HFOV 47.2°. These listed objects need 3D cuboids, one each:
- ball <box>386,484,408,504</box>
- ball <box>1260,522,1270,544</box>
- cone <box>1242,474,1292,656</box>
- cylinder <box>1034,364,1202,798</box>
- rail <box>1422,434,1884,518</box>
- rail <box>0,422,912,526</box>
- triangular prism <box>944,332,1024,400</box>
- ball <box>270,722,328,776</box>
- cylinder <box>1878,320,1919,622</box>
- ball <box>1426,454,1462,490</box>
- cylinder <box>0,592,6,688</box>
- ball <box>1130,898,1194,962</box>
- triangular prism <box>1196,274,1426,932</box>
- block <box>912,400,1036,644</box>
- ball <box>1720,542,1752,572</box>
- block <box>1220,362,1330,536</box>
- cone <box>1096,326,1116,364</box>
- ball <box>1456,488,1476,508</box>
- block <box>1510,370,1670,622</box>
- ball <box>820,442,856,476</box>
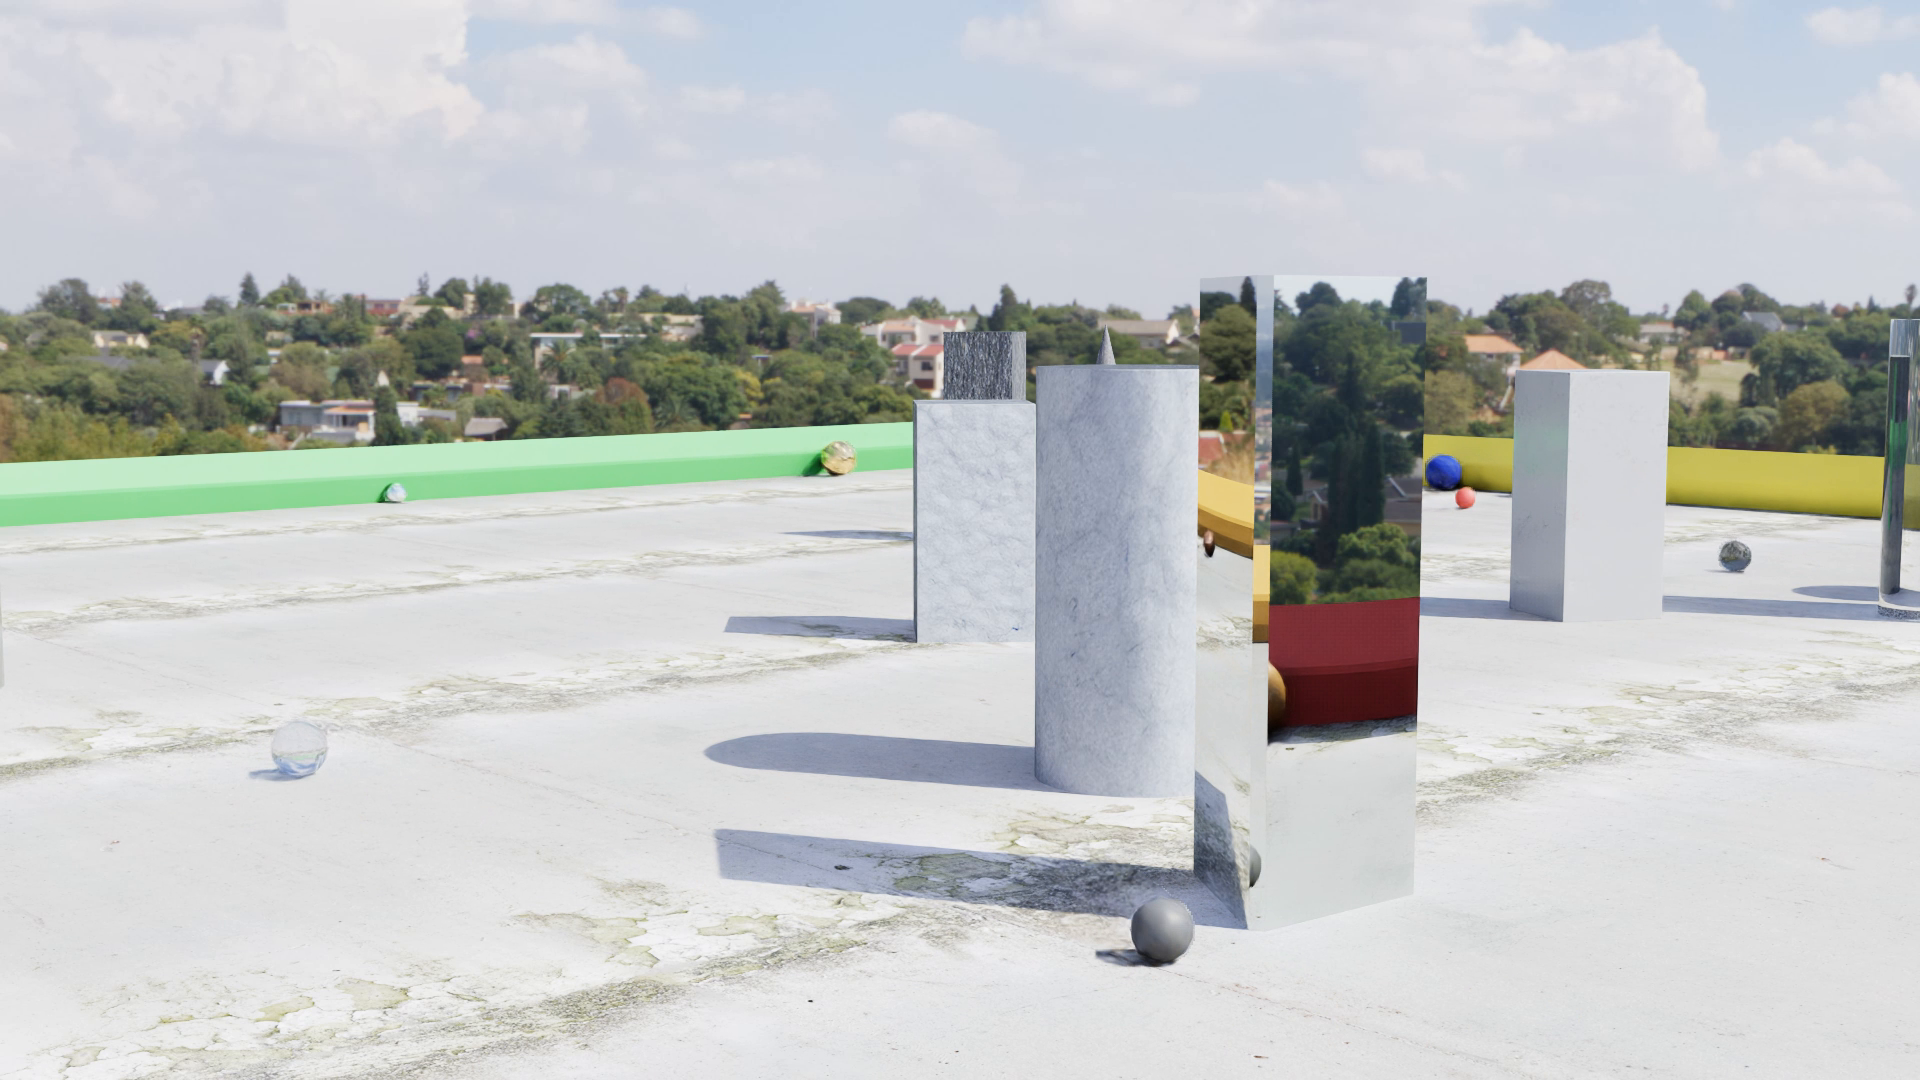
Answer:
[{"bbox_3d":[-1.305,-0.108,5.091,0.047,0.047,0.047,0,6,0],"label":"ball"},{"bbox_3d":[0.553,-0.009,4.116,0.053,0.053,0.053,0,6,0],"label":"ball"},{"bbox_3d":[0.346,-0.036,2.928,0.198,0.353,0.198,0,6,0],"label":"cone"},{"bbox_3d":[0.170,0.032,2.092,0.198,0.392,0.198,0,6,0],"label":"cylinder"},{"bbox_3d":[1.763,-0.135,4.950,0.045,0.129,4.465,-5,8,-42],"label":"rail"},{"bbox_3d":[-1.498,-0.135,4.946,4.844,0.129,0.045,-5,8,-42],"label":"rail"},{"bbox_3d":[0.081,-0.203,4.282,0.171,0.404,0.148,5,8,37],"label":"triangular prism"},{"bbox_3d":[-0.633,0.200,2.107,0.053,0.053,0.053,0,6,0],"label":"ball"},{"bbox_3d":[1.451,-0.104,3.198,0.198,0.431,0.198,0,6,0],"label":"cylinder"},{"bbox_3d":[1.202,-0.168,5.464,0.089,0.089,0.089,0,6,0],"label":"ball"},{"bbox_3d":[-1.233,0.012,2.575,0.198,0.330,0.198,0,6,0],"label":"cylinder"},{"bbox_3d":[0.138,0.268,1.509,0.043,0.043,0.043,0,6,0],"label":"ball"},{"bbox_3d":[0.234,0.037,1.669,0.171,0.469,0.148,-5,8,-38],"label":"triangular prism"},{"bbox_3d":[0.017,-0.029,3.021,0.158,0.320,0.158,0,6,-3],"label":"block"},{"bbox_3d":[1.325,0.028,3.758,0.053,0.053,0.053,0,6,0],"label":"ball"},{"bbox_3d":[0.637,-0.189,4.465,0.158,0.338,0.158,-4,7,-35],"label":"block"},{"bbox_3d":[0.317,-0.264,4.791,0.198,0.419,0.198,0,6,0],"label":"cone"},{"bbox_3d":[1.141,-0.094,4.961,0.046,0.046,0.046,0,6,0],"label":"ball"},{"bbox_3d":[0.921,-0.069,3.226,0.158,0.357,0.158,-2,6,-14],"label":"block"},{"bbox_3d":[-0.329,-0.219,5.929,0.095,0.095,0.095,0,6,0],"label":"ball"}]
